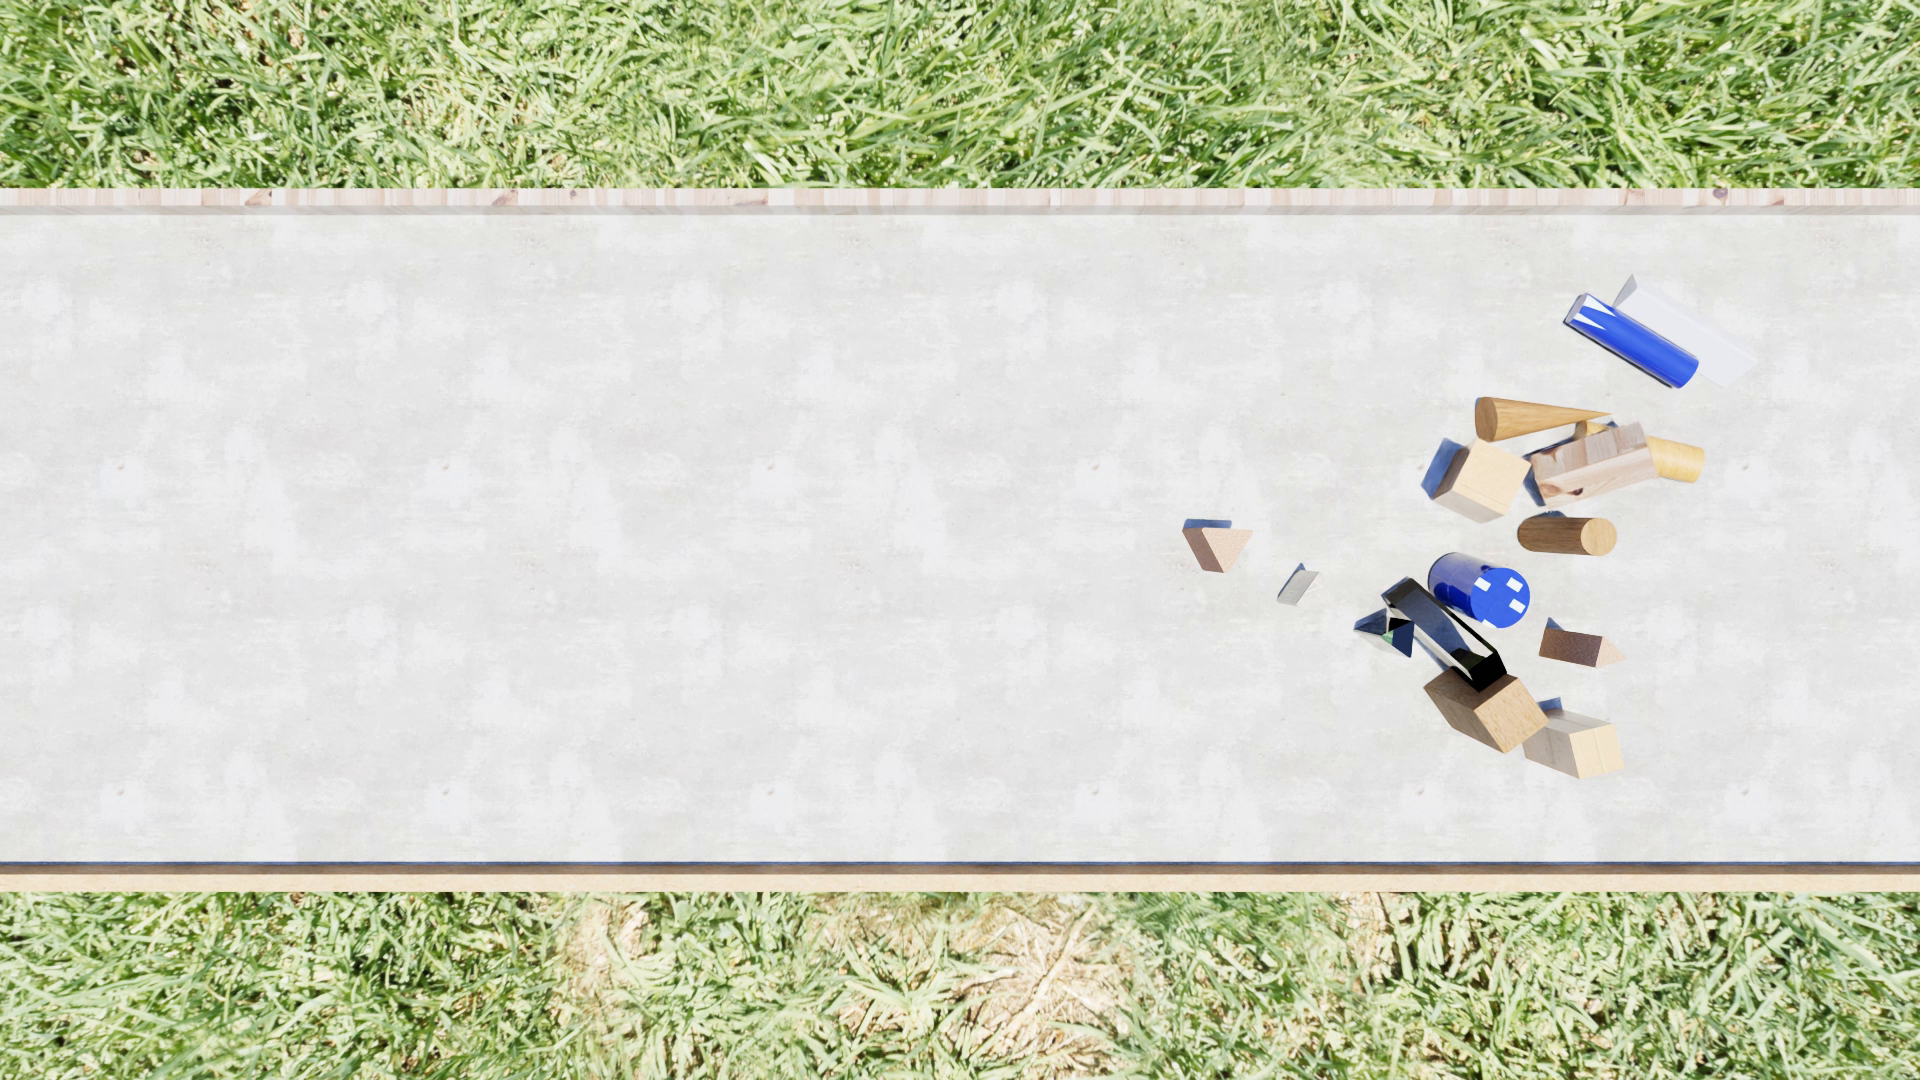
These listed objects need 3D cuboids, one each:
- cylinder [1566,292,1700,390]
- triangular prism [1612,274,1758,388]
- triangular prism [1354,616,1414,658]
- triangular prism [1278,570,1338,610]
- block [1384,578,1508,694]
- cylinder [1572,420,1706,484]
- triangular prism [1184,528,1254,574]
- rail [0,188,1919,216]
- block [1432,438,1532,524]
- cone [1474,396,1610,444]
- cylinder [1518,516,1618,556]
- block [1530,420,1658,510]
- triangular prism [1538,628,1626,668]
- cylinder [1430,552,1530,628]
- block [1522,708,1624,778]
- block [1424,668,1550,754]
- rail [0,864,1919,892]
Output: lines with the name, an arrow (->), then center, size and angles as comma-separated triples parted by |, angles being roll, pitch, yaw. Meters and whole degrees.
cylinder -> 2.047, -0.607, 5.023 | 0.393, 0.106, 0.106 | 31, 90, 0
triangular prism -> 2.209, -0.643, 5.005 | 0.426, 0.135, 0.156 | 31, 90, 0
triangular prism -> 1.278, 0.271, 4.908 | 0.106, 0.337, 0.091 | 35, 90, 0
triangular prism -> 1.039, 0.143, 4.924 | 0.120, 0.305, 0.104 | 5, 90, 0
block -> 1.429, 0.276, 4.867 | 0.102, 0.435, 0.102 | -36, 124, 0
cylinder -> 2.062, -0.268, 5.020 | 0.364, 0.113, 0.113 | 13, 90, 0
triangular prism -> 0.737, 0.002, 4.866 | 0.124, 0.421, 0.143 | 32, 90, 0
rail -> -2.247, -1.025, 5.002 | 12.000, 0.150, 0.050 | 0, 90, 0
block -> 1.541, -0.170, 4.888 | 0.167, 0.357, 0.167 | 27, 90, 8
cone -> 1.805, -0.376, 5.041 | 0.424, 0.144, 0.144 | -3, 90, -10
cylinder -> 1.793, -0.013, 4.880 | 0.110, 0.381, 0.110 | 0, 91, -7
block -> 1.894, -0.222, 4.932 | 0.321, 0.124, 0.124 | -19, 125, 24
triangular prism -> 1.813, 0.307, 4.848 | 0.089, 0.457, 0.077 | -16, 90, 0
cylinder -> 1.542, 0.147, 4.907 | 0.179, 0.315, 0.179 | -1, 97, -6
block -> 1.788, 0.594, 4.853 | 0.130, 0.447, 0.130 | -13, 90, 0
block -> 1.540, 0.482, 4.849 | 0.156, 0.444, 0.156 | -36, 94, 0
rail -> -2.247, 1.025, 5.001 | 12.000, 0.150, 0.050 | 0, 90, 0
